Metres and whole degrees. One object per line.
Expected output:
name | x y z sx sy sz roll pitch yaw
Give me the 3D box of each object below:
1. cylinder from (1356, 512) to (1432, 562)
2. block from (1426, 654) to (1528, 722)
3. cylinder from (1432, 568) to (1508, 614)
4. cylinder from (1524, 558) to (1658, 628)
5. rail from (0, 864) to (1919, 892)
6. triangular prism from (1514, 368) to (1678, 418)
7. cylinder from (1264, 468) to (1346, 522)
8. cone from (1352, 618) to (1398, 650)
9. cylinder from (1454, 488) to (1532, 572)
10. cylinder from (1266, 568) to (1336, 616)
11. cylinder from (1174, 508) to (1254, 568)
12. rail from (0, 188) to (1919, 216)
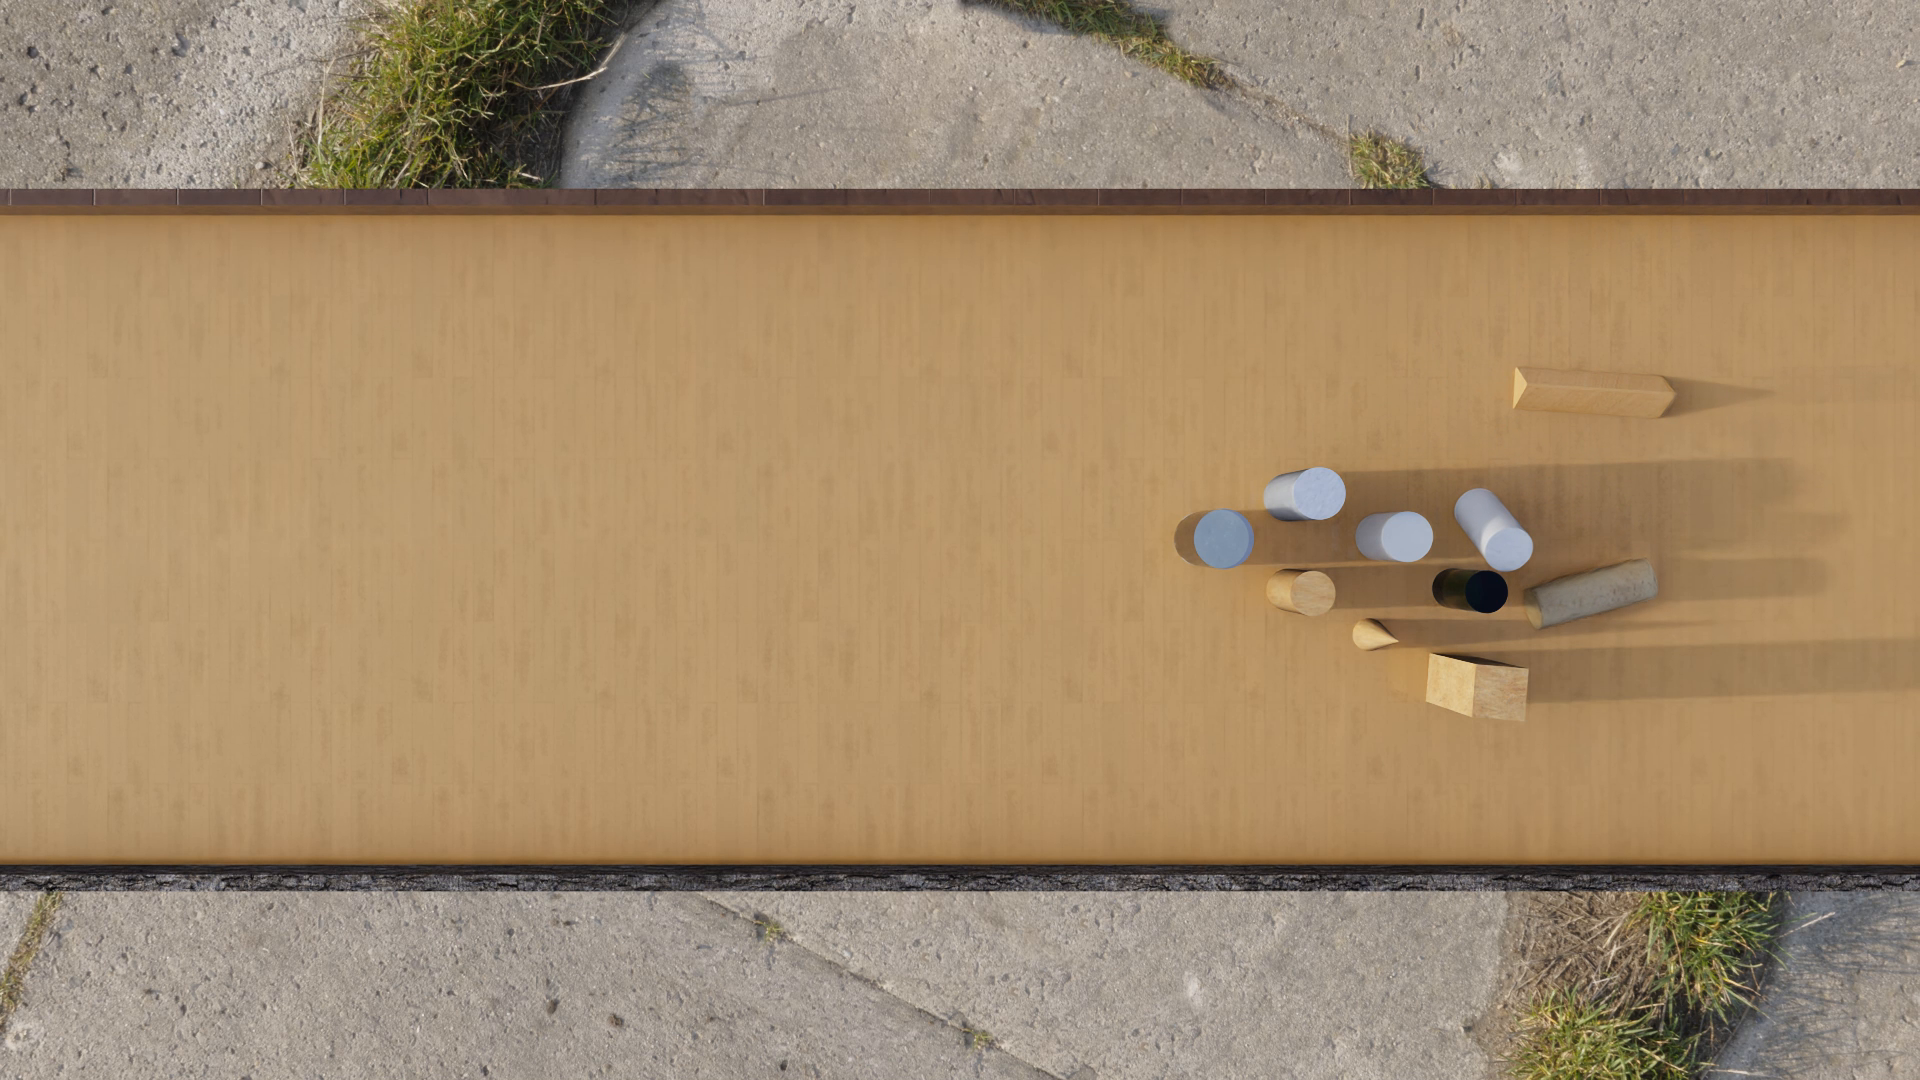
cylinder | 1.289 -0.009 4.913 0.146 0.326 0.146 0 90 0
block | 1.514 0.428 4.849 0.148 0.455 0.148 5 90 0
cylinder | 1.515 0.149 4.911 0.124 0.332 0.124 0 90 0
cylinder | 1.914 0.161 5.012 0.363 0.129 0.129 -15 90 0
rail | -2.247 1.025 5.001 12.000 0.150 0.050 0 90 0
triangular prism | 1.933 -0.454 5.019 0.456 0.110 0.127 4 90 0
cylinder | 1.008 -0.131 4.851 0.148 0.452 0.148 0 90 0
cone | 1.259 0.291 4.903 0.101 0.346 0.101 0 90 0
cylinder | 1.584 -0.033 4.907 0.139 0.311 0.139 0 113 -1
cylinder | 1.008 0.153 4.893 0.129 0.366 0.129 0 90 0
cylinder | 0.743 -0.003 4.860 0.170 0.432 0.170 0 90 0
rail | -2.247 -1.025 5.002 12.000 0.150 0.050 0 90 0
